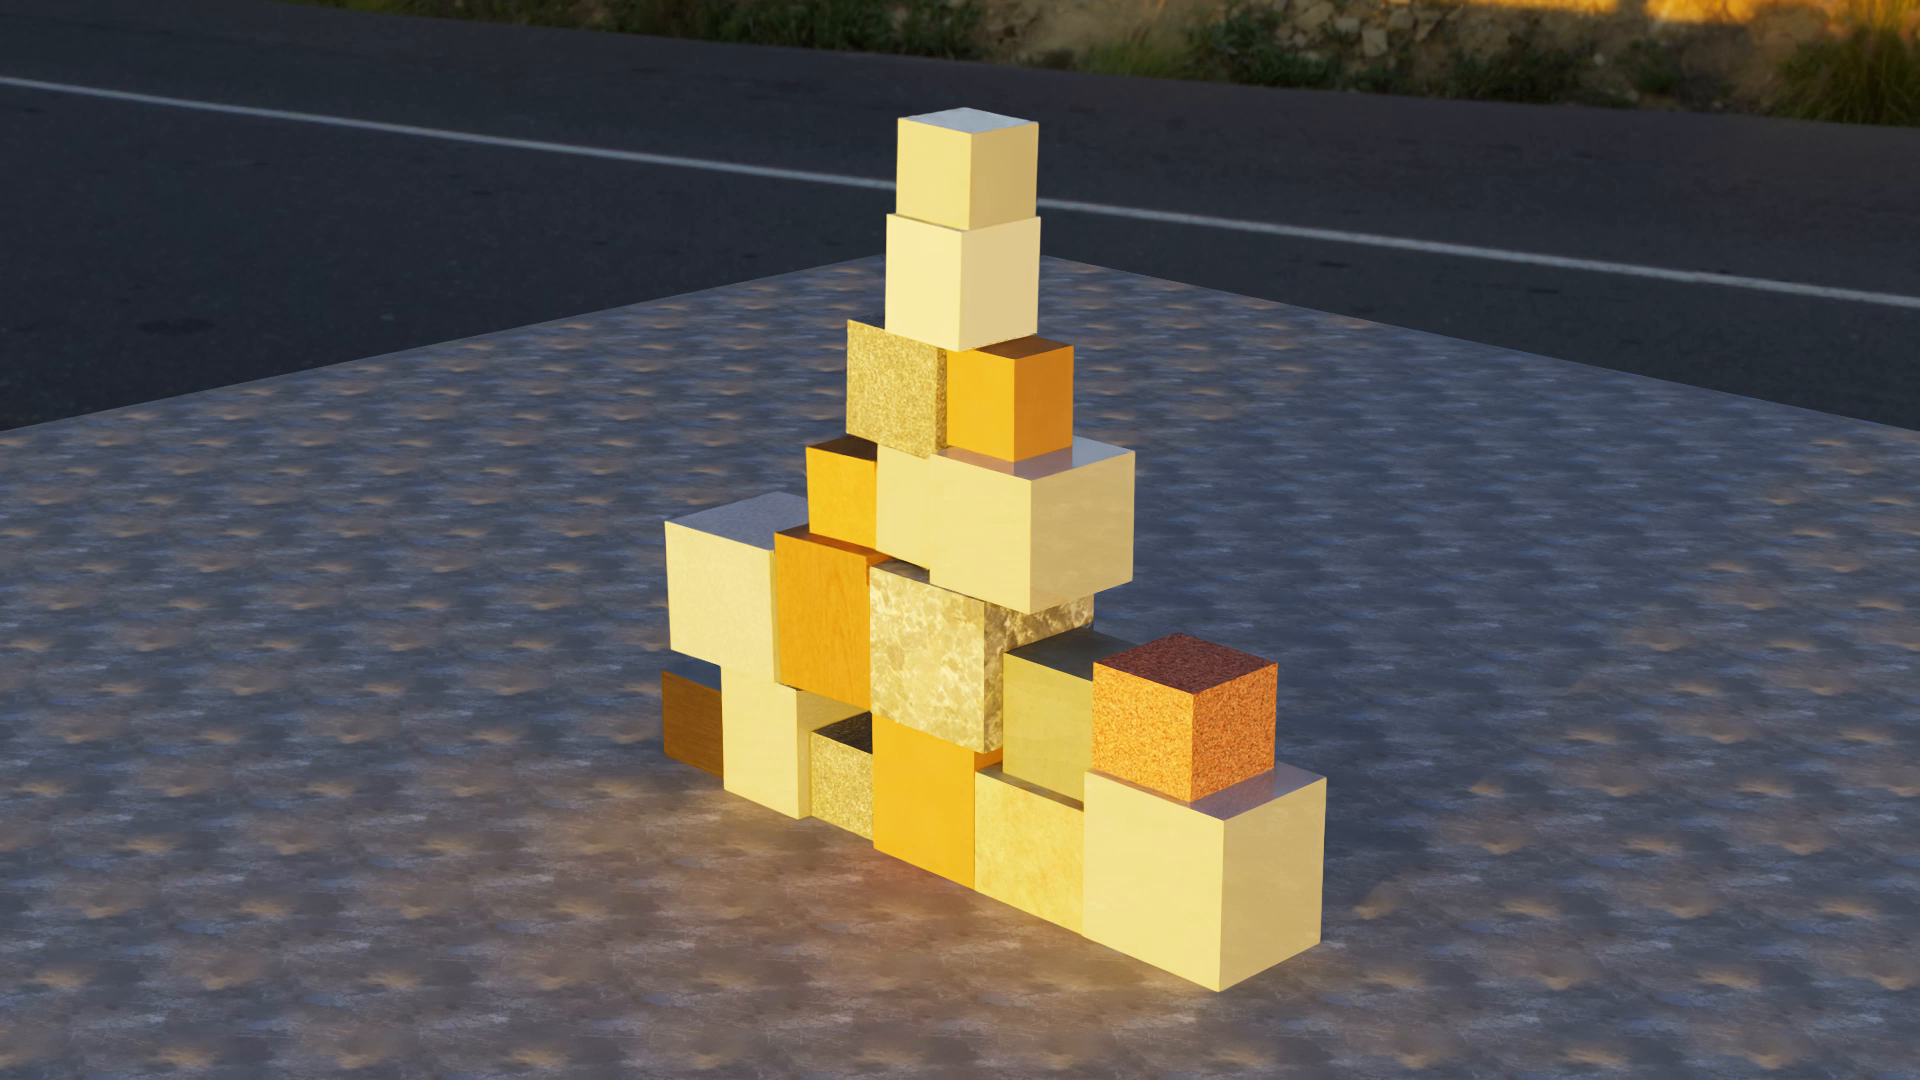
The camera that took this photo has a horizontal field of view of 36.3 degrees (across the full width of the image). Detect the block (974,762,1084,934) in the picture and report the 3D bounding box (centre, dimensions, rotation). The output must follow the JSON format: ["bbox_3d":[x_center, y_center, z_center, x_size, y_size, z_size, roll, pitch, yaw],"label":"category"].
[{"bbox_3d":[0.542,1.311,13.211,0.681,0.578,0.663,-17,24,-42],"label":"block"}]

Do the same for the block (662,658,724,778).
[{"bbox_3d":[-1.130,0.877,14.791,0.494,0.458,0.557,-17,24,-42],"label":"block"}]

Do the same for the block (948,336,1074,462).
[{"bbox_3d":[0.221,-0.640,12.938,0.375,0.457,0.410,-17,24,-42],"label":"block"}]

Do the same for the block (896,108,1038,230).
[{"bbox_3d":[0.031,-1.626,12.818,0.415,0.420,0.449,-17,26,-42],"label":"block"}]

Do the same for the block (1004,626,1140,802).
[{"bbox_3d":[0.567,0.774,13.008,0.497,0.567,0.562,-17,24,-42],"label":"block"}]

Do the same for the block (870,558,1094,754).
[{"bbox_3d":[0.099,0.459,13.390,0.711,0.709,0.729,-17,24,-42],"label":"block"}]

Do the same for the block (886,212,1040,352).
[{"bbox_3d":[0.011,-1.174,12.964,0.494,0.531,0.460,-17,26,-42],"label":"block"}]

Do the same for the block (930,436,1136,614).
[{"bbox_3d":[0.319,-0.100,12.984,0.665,0.601,0.614,-17,24,-42],"label":"block"}]

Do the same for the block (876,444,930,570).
[{"bbox_3d":[-0.073,-0.193,13.348,0.460,0.508,0.405,-17,26,-42],"label":"block"}]

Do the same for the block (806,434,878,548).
[{"bbox_3d":[-0.383,-0.243,13.684,0.460,0.413,0.465,-17,22,-42],"label":"block"}]

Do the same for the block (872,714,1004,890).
[{"bbox_3d":[0.058,1.116,13.638,0.647,0.693,0.660,-17,24,-42],"label":"block"}]

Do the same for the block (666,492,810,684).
[{"bbox_3d":[-0.900,0.218,14.347,0.734,0.657,0.763,-17,22,-42],"label":"block"}]

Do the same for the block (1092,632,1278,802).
[{"bbox_3d":[0.961,0.751,12.568,0.550,0.480,0.560,-17,24,-42],"label":"block"}]

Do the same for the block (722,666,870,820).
[{"bbox_3d":[-0.741,0.901,14.375,0.644,0.662,0.545,-17,24,-42],"label":"block"}]

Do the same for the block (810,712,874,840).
[{"bbox_3d":[-0.368,1.120,14.056,0.487,0.434,0.485,-17,24,-42],"label":"block"}]

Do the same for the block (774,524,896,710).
[{"bbox_3d":[-0.404,0.308,13.859,0.660,0.742,0.629,-17,22,-42],"label":"block"}]

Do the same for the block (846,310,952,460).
[{"bbox_3d":[-0.137,-0.725,13.287,0.485,0.534,0.576,-17,26,-42],"label":"block"}]

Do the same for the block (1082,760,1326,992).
[{"bbox_3d":[1.052,1.373,12.682,0.681,0.776,0.779,-17,24,-42],"label":"block"}]
